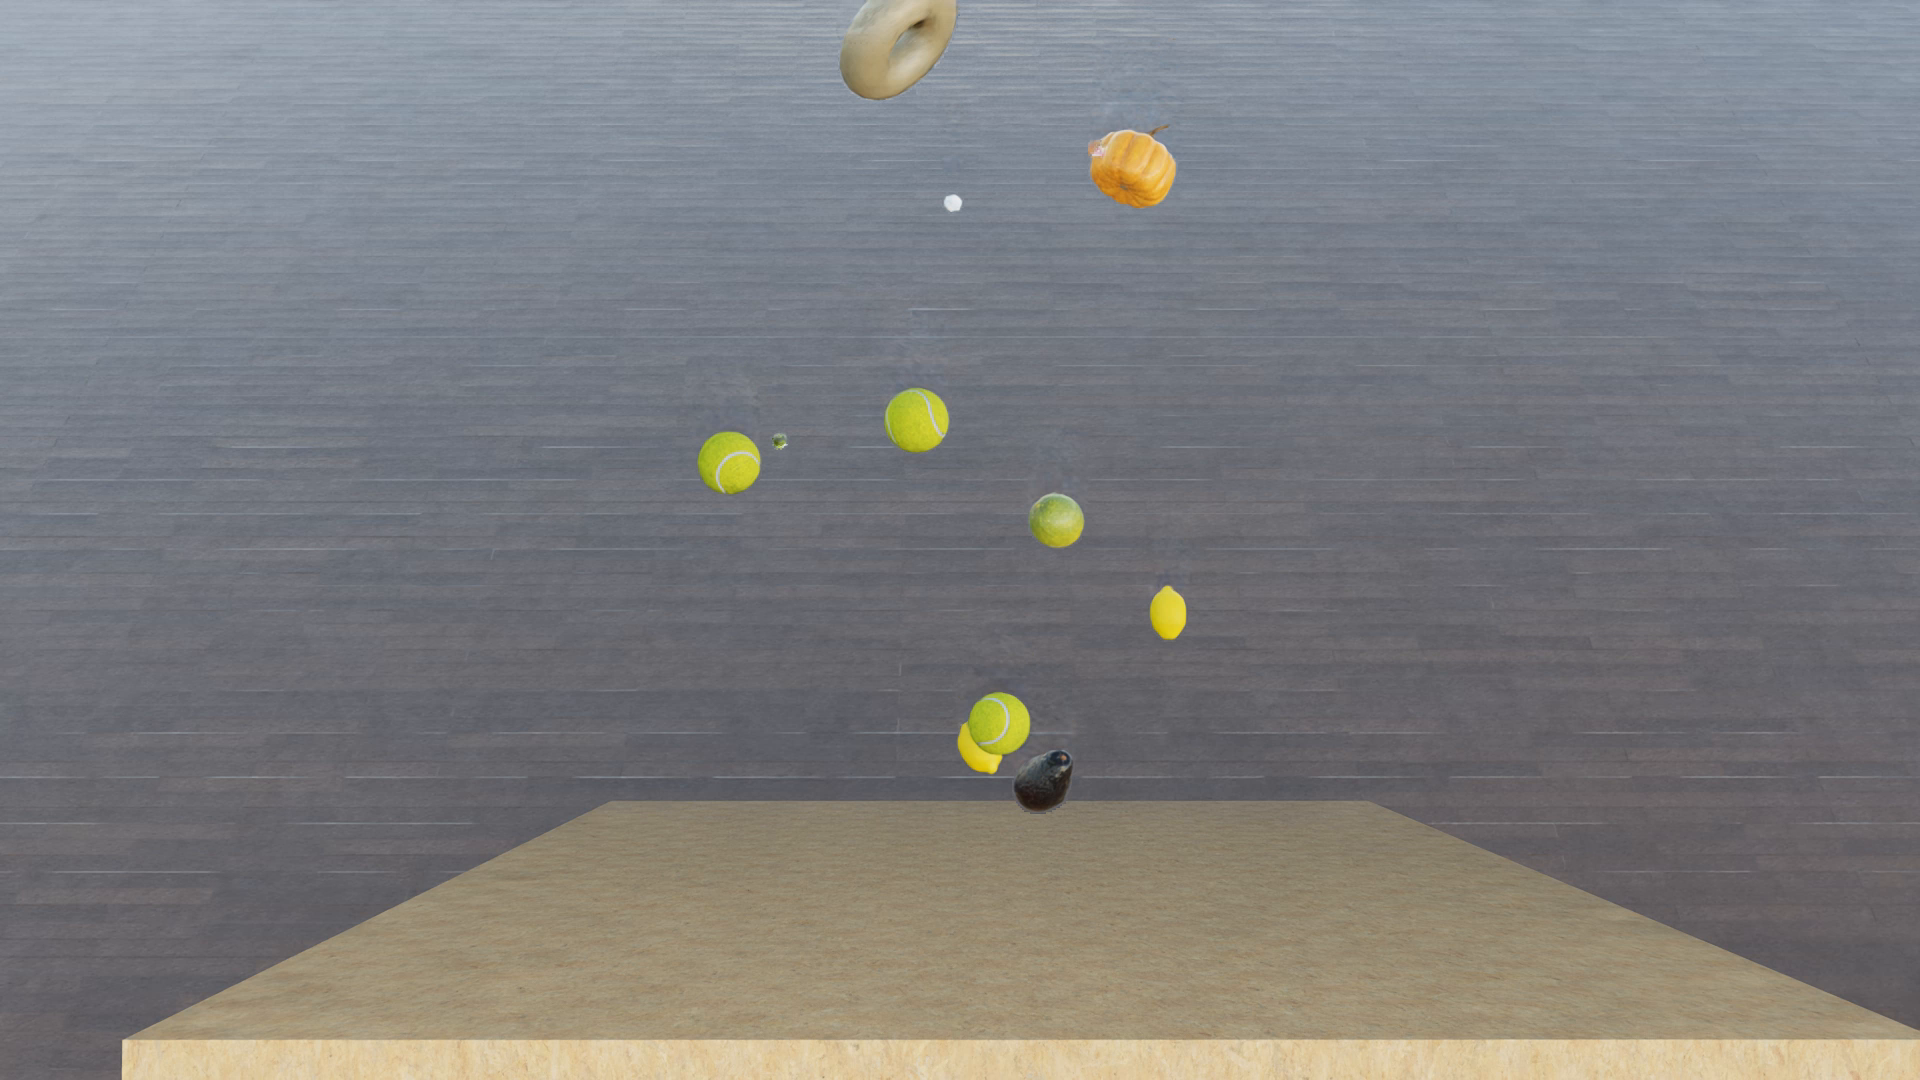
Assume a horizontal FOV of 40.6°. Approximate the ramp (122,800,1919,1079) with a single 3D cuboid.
[{"bbox_3d":[0.078,0.669,4.856,2.000,0.100,4.000,0,-2,0],"label":"ramp"}]
